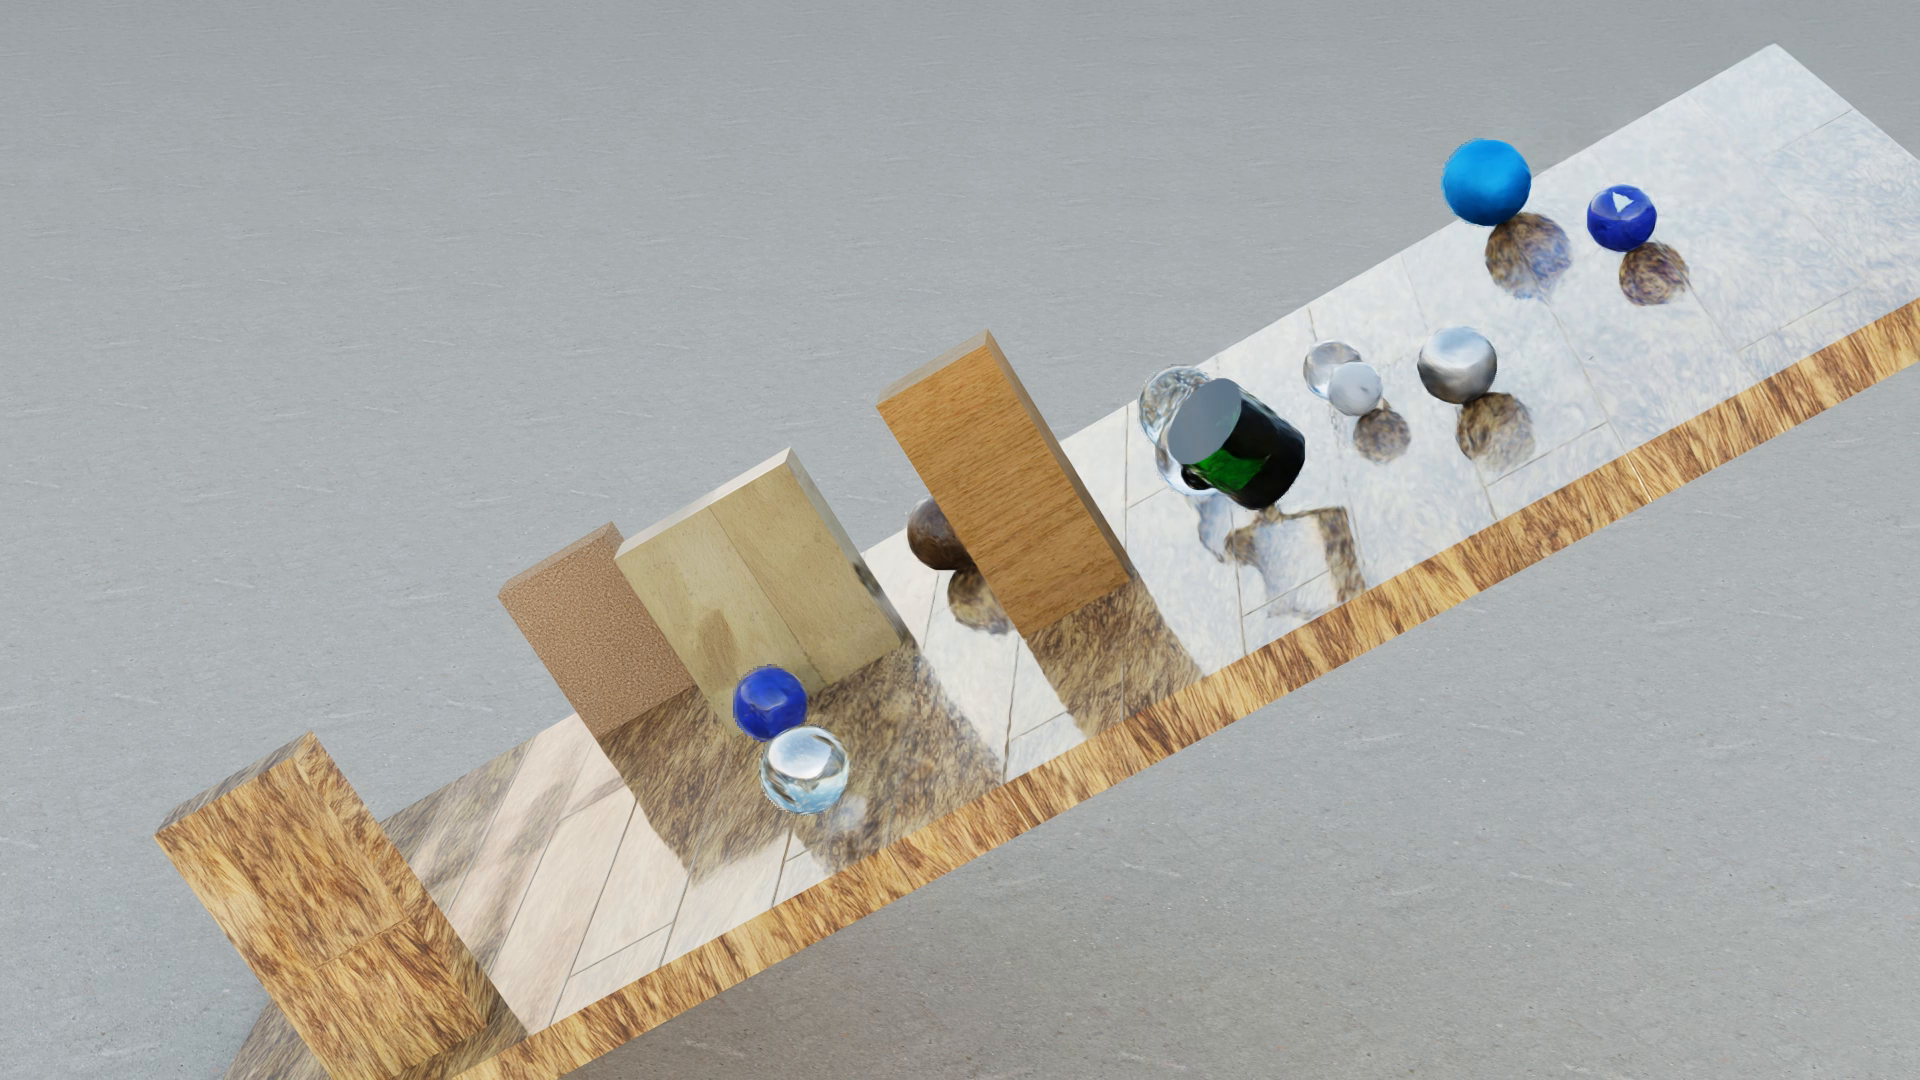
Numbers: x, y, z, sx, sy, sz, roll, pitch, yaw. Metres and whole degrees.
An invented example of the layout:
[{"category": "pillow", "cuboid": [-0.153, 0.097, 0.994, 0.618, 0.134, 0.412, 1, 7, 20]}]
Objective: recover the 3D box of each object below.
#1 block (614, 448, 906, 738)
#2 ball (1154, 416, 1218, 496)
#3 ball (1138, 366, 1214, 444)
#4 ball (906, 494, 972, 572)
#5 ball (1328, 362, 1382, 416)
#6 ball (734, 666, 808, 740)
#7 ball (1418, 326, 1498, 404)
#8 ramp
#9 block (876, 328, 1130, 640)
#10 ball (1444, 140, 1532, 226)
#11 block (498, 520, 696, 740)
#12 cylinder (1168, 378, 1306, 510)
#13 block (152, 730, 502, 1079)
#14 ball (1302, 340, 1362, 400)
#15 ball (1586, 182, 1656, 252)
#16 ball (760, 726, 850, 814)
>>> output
[{"category": "block", "cuboid": [-0.437, 0.118, 6.476, 0.445, 0.486, 0.112, -29, 15, 12]}, {"category": "ball", "cuboid": [0.496, -0.180, 6.133, 0.181, 0.181, 0.181, 0, 19, 0]}, {"category": "ball", "cuboid": [0.489, -0.287, 6.468, 0.193, 0.193, 0.193, 0, 19, 0]}, {"category": "ball", "cuboid": [-0.032, -0.020, 6.697, 0.181, 0.181, 0.181, 0, 19, 0]}, {"category": "ball", "cuboid": [0.811, -0.310, 6.039, 0.113, 0.113, 0.113, 0, 19, 0]}, {"category": "ball", "cuboid": [-0.405, 0.351, 6.308, 0.157, 0.157, 0.157, 0, 19, 0]}, {"category": "ball", "cuboid": [0.970, -0.342, 5.736, 0.153, 0.153, 0.153, 0, 19, 0]}, {"category": "ramp", "cuboid": [0.142, 0.168, 6.287, 4.000, 0.100, 2.000, -29, 15, 12]}, {"category": "block", "cuboid": [0.092, -0.112, 5.964, 0.254, 0.573, 0.124, -29, 15, 12]}, {"category": "ball", "cuboid": [1.203, -0.815, 6.707, 0.197, 0.197, 0.197, 0, 19, 0]}, {"category": "block", "cuboid": [-0.865, 0.220, 7.135, 0.312, 0.431, 0.104, -29, 15, 12]}, {"category": "cylinder", "cuboid": [0.550, -0.190, 5.840, 0.193, 0.193, 0.193, 33, 0, -33]}, {"category": "block", "cuboid": [-1.233, 0.738, 5.755, 0.337, 0.660, 0.128, -29, 15, 12]}, {"category": "ball", "cuboid": [0.789, -0.359, 6.215, 0.128, 0.128, 0.128, 0, 19, 0]}, {"category": "ball", "cuboid": [1.351, -0.658, 6.007, 0.140, 0.140, 0.140, 0, 19, 0]}, {"category": "ball", "cuboid": [-0.303, 0.449, 5.751, 0.172, 0.172, 0.172, 0, 19, 0]}]
